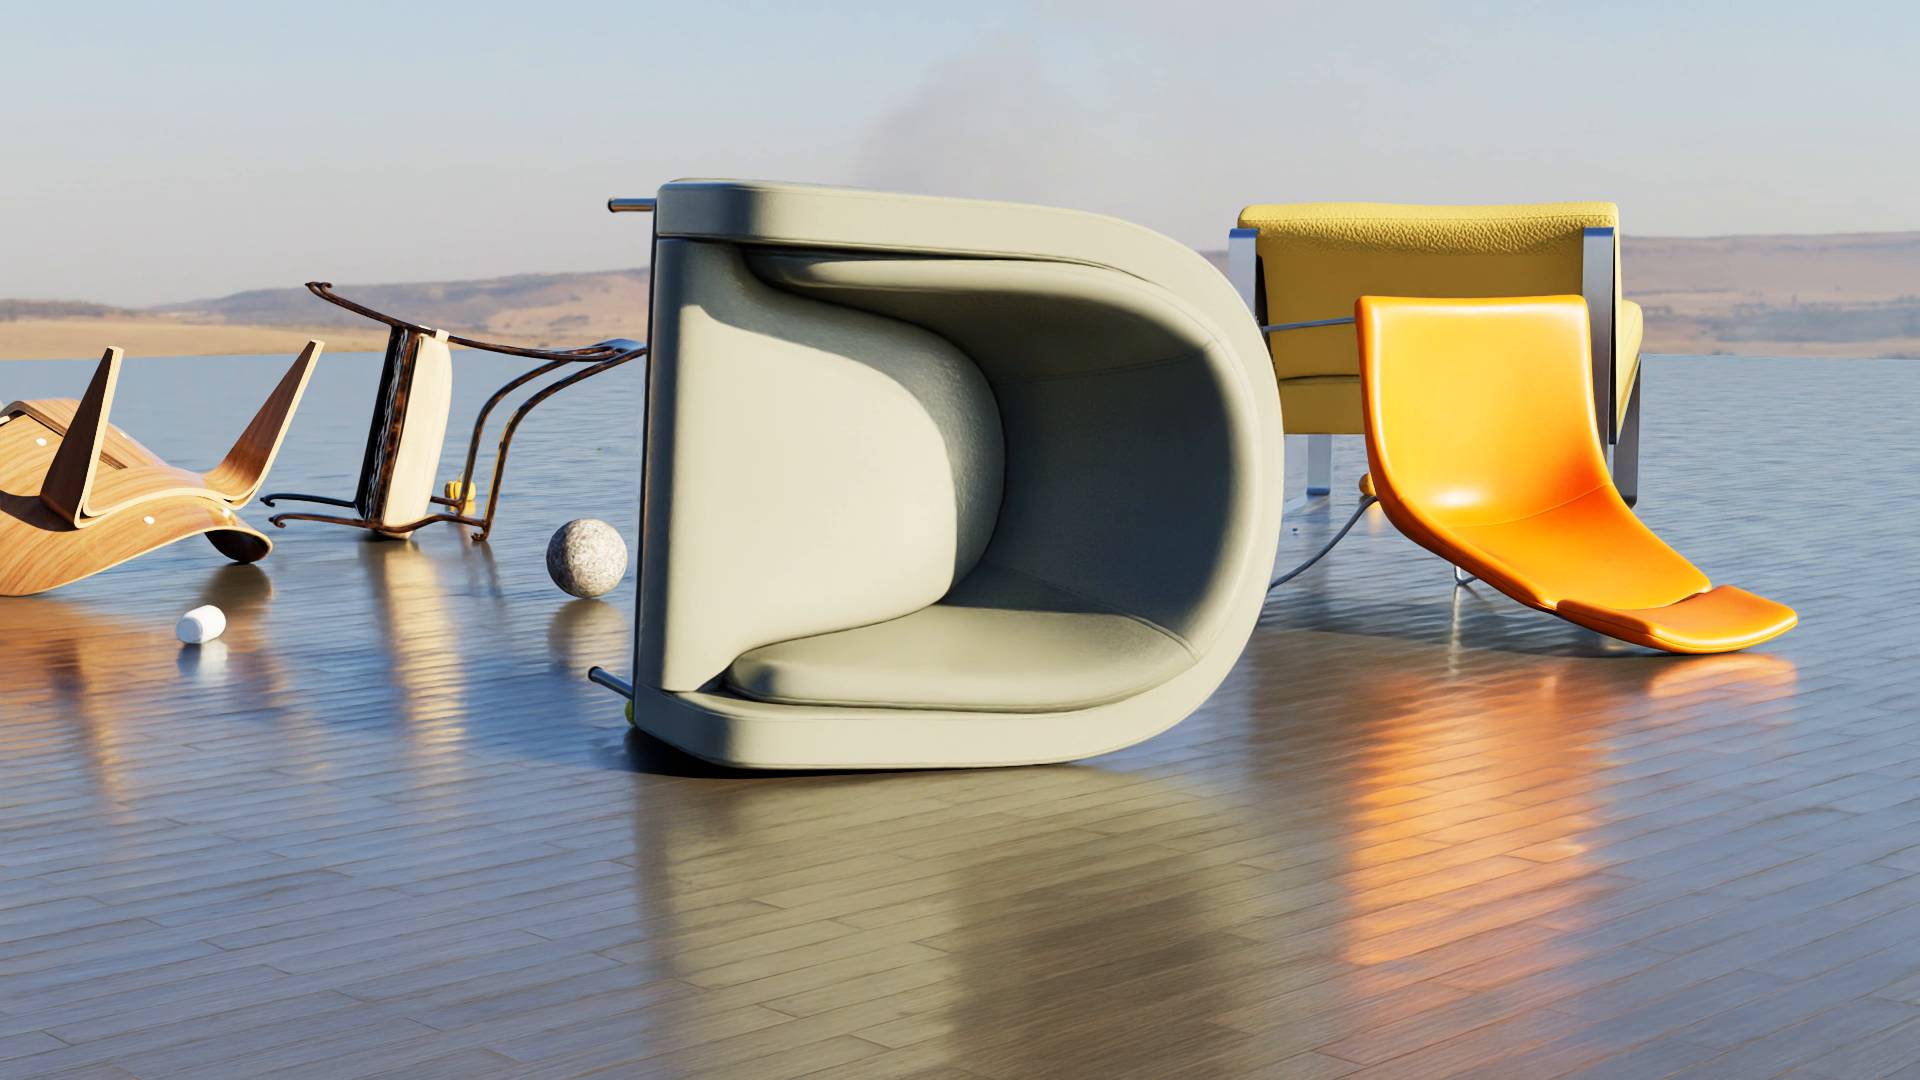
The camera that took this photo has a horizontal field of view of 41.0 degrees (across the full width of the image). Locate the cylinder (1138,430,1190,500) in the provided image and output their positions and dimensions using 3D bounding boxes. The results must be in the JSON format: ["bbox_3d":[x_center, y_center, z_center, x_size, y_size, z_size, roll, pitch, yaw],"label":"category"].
[{"bbox_3d":[0.622,-0.222,7.577,0.105,0.184,0.235,4,-29,32],"label":"cylinder"}]

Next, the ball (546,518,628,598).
[{"bbox_3d":[-0.763,0.037,5.247,0.165,0.165,0.165,0,6,0],"label":"ball"}]

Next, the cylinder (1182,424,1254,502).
[{"bbox_3d":[0.757,-0.227,7.527,0.133,0.221,0.230,3,32,27],"label":"cylinder"}]

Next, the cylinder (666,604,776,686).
[{"bbox_3d":[-0.384,0.169,4.149,0.148,0.128,0.180,1,12,5],"label":"cylinder"}]
